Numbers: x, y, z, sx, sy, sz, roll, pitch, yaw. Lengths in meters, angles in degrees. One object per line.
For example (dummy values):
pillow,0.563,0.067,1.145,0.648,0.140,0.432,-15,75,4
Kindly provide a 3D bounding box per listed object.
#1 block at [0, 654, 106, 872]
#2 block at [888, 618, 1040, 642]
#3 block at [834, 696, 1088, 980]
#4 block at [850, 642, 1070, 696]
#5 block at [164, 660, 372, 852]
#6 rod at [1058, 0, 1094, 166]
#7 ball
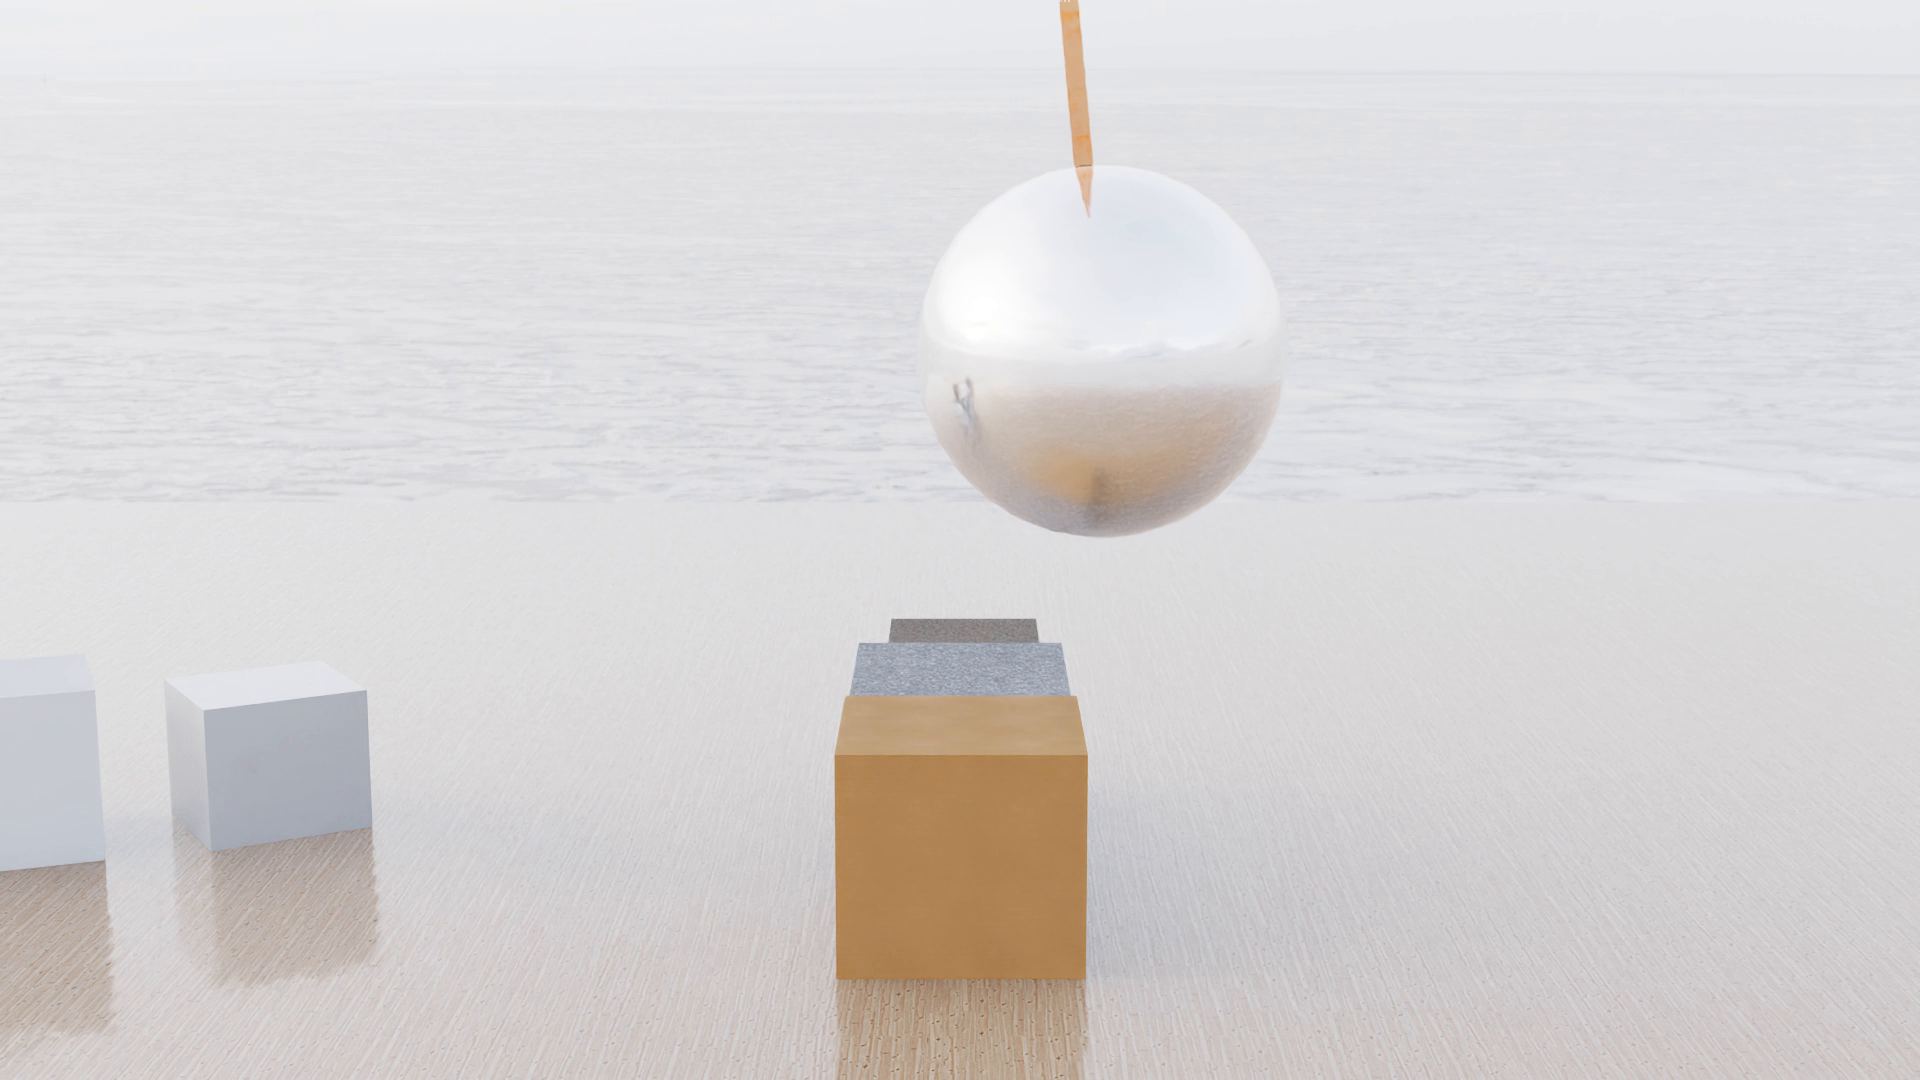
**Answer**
block,-4.434,1.024,11.725,0.912,0.790,0.788,-4,11,-22
block,0.018,0.875,12.371,0.714,0.853,0.754,0,10,0
block,0.004,1.192,10.469,0.981,0.909,0.959,0,10,0
block,0.001,1.014,11.470,0.940,0.901,1.052,0,10,0
block,-3.282,1.008,12.166,0.759,0.664,0.711,-6,12,-30
rod,0.263,-4.136,10.428,0.080,5.200,0.080,-6,10,1
ball,0.606,-0.808,11.033,1.600,1.600,1.600,0,10,0
